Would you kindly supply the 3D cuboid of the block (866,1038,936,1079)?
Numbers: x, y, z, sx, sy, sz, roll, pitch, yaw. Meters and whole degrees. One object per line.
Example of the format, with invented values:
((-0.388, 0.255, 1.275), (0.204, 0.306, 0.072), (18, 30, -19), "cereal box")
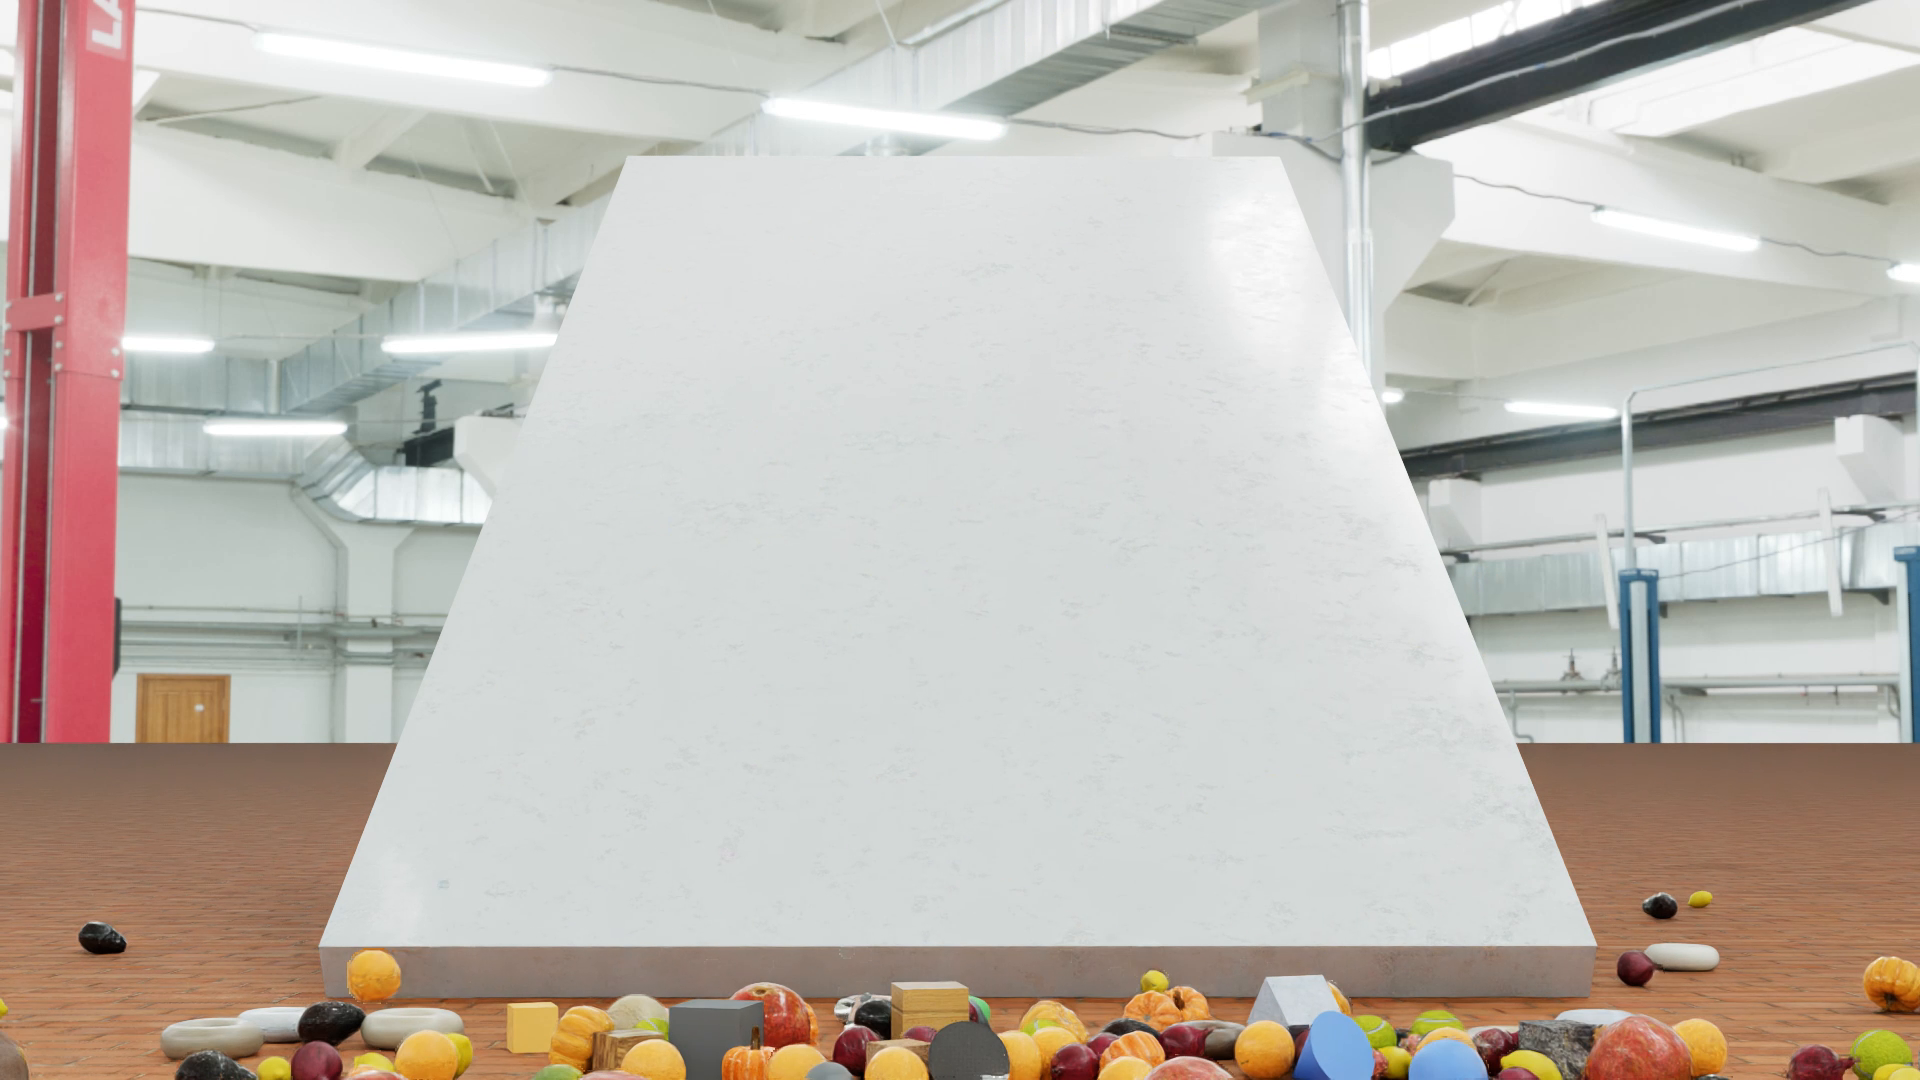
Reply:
((-0.068, 0.611, 2.736), (0.059, 0.059, 0.059), (3, -6, -34), "block")

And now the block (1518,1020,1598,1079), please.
((0.721, 0.617, 2.857), (0.067, 0.067, 0.067), (2, -5, -19), "block")

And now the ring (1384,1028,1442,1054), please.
((0.597, 0.659, 3.119), (0.076, 0.025, 0.076), (1, -4, 0), "ring")

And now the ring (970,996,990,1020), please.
((-0.011, 0.666, 3.354), (0.109, 0.036, 0.109), (5, -21, 2), "ring")

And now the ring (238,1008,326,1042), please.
((-0.928, 0.662, 3.235), (0.121, 0.040, 0.121), (0, -6, 0), "ring")

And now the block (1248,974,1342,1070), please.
((0.420, 0.602, 2.959), (0.080, 0.080, 0.080), (2, 36, -20), "block")

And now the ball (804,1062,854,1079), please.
((-0.142, 0.598, 2.579), (0.058, 0.058, 0.058), (0, -5, 0), "ball")

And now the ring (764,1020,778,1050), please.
((-0.295, 0.656, 3.144), (0.110, 0.037, 0.110), (1, -5, 0), "ring")

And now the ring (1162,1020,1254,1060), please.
((0.322, 0.648, 3.069), (0.119, 0.040, 0.119), (1, -3, 0), "ring")

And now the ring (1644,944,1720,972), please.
((1.283, 0.742, 4.214), (0.128, 0.043, 0.128), (0, -6, 0), "ring")

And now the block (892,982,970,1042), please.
((-0.040, 0.627, 3.100), (0.087, 0.087, 0.087), (1, -5, -11), "block")

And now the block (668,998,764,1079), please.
((-0.294, 0.606, 2.865), (0.089, 0.089, 0.089), (-1, -5, 14), "block")

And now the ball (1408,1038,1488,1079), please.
((0.527, 0.583, 2.561), (0.085, 0.085, 0.085), (0, -5, 0), "ball")

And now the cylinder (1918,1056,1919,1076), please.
((1.124, 0.606, 2.687), (0.061, 0.061, 0.061), (-1, -5, 13), "cylinder")

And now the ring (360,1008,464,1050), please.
((-0.732, 0.654, 3.170), (0.136, 0.045, 0.136), (1, -5, 0), "ring")

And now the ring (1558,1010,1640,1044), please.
((0.869, 0.663, 3.231), (0.114, 0.038, 0.114), (-1, -6, 0), "ring")

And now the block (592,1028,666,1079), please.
((-0.392, 0.614, 2.800), (0.062, 0.062, 0.062), (3, -6, -36), "block")

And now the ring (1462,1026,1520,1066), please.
((0.699, 0.642, 3.008), (0.126, 0.042, 0.126), (0, -6, 0), "ring")

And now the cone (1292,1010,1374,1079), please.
((0.427, 0.627, 2.836), (0.096, 0.096, 0.096), (4, -32, -36), "cone")

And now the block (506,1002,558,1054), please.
((-0.565, 0.644, 3.130), (0.058, 0.058, 0.058), (2, -5, -19), "block")

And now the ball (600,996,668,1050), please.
((-0.406, 0.615, 2.968), (0.088, 0.088, 0.088), (0, -5, 0), "ball")

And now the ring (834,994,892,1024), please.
((-0.127, 0.678, 3.414), (0.109, 0.036, 0.109), (1, -4, 0), "ring")

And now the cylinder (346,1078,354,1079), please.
((-0.660, 0.594, 2.491), (0.050, 0.050, 0.050), (-12, -8, 18), "cylinder")

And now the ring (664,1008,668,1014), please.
((-0.405, 0.674, 3.318), (0.088, 0.029, 0.088), (1, -5, 0), "ring")

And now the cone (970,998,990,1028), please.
((0.005, 0.670, 3.257), (0.059, 0.059, 0.059), (-26, 1, -14), "cone")

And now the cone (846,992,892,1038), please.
((-0.112, 0.669, 3.271), (0.067, 0.067, 0.067), (29, -14, -16), "cone")

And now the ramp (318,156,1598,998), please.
((-0.010, -0.227, 5.512), (2.000, 0.100, 4.000), (0, 27, 0), "ramp")

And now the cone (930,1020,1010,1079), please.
((-0.002, 0.619, 2.739), (0.096, 0.096, 0.096), (2, -34, -18), "cone")

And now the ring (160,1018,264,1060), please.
((-0.967, 0.646, 3.067), (0.130, 0.043, 0.130), (0, -4, 0), "ring")
